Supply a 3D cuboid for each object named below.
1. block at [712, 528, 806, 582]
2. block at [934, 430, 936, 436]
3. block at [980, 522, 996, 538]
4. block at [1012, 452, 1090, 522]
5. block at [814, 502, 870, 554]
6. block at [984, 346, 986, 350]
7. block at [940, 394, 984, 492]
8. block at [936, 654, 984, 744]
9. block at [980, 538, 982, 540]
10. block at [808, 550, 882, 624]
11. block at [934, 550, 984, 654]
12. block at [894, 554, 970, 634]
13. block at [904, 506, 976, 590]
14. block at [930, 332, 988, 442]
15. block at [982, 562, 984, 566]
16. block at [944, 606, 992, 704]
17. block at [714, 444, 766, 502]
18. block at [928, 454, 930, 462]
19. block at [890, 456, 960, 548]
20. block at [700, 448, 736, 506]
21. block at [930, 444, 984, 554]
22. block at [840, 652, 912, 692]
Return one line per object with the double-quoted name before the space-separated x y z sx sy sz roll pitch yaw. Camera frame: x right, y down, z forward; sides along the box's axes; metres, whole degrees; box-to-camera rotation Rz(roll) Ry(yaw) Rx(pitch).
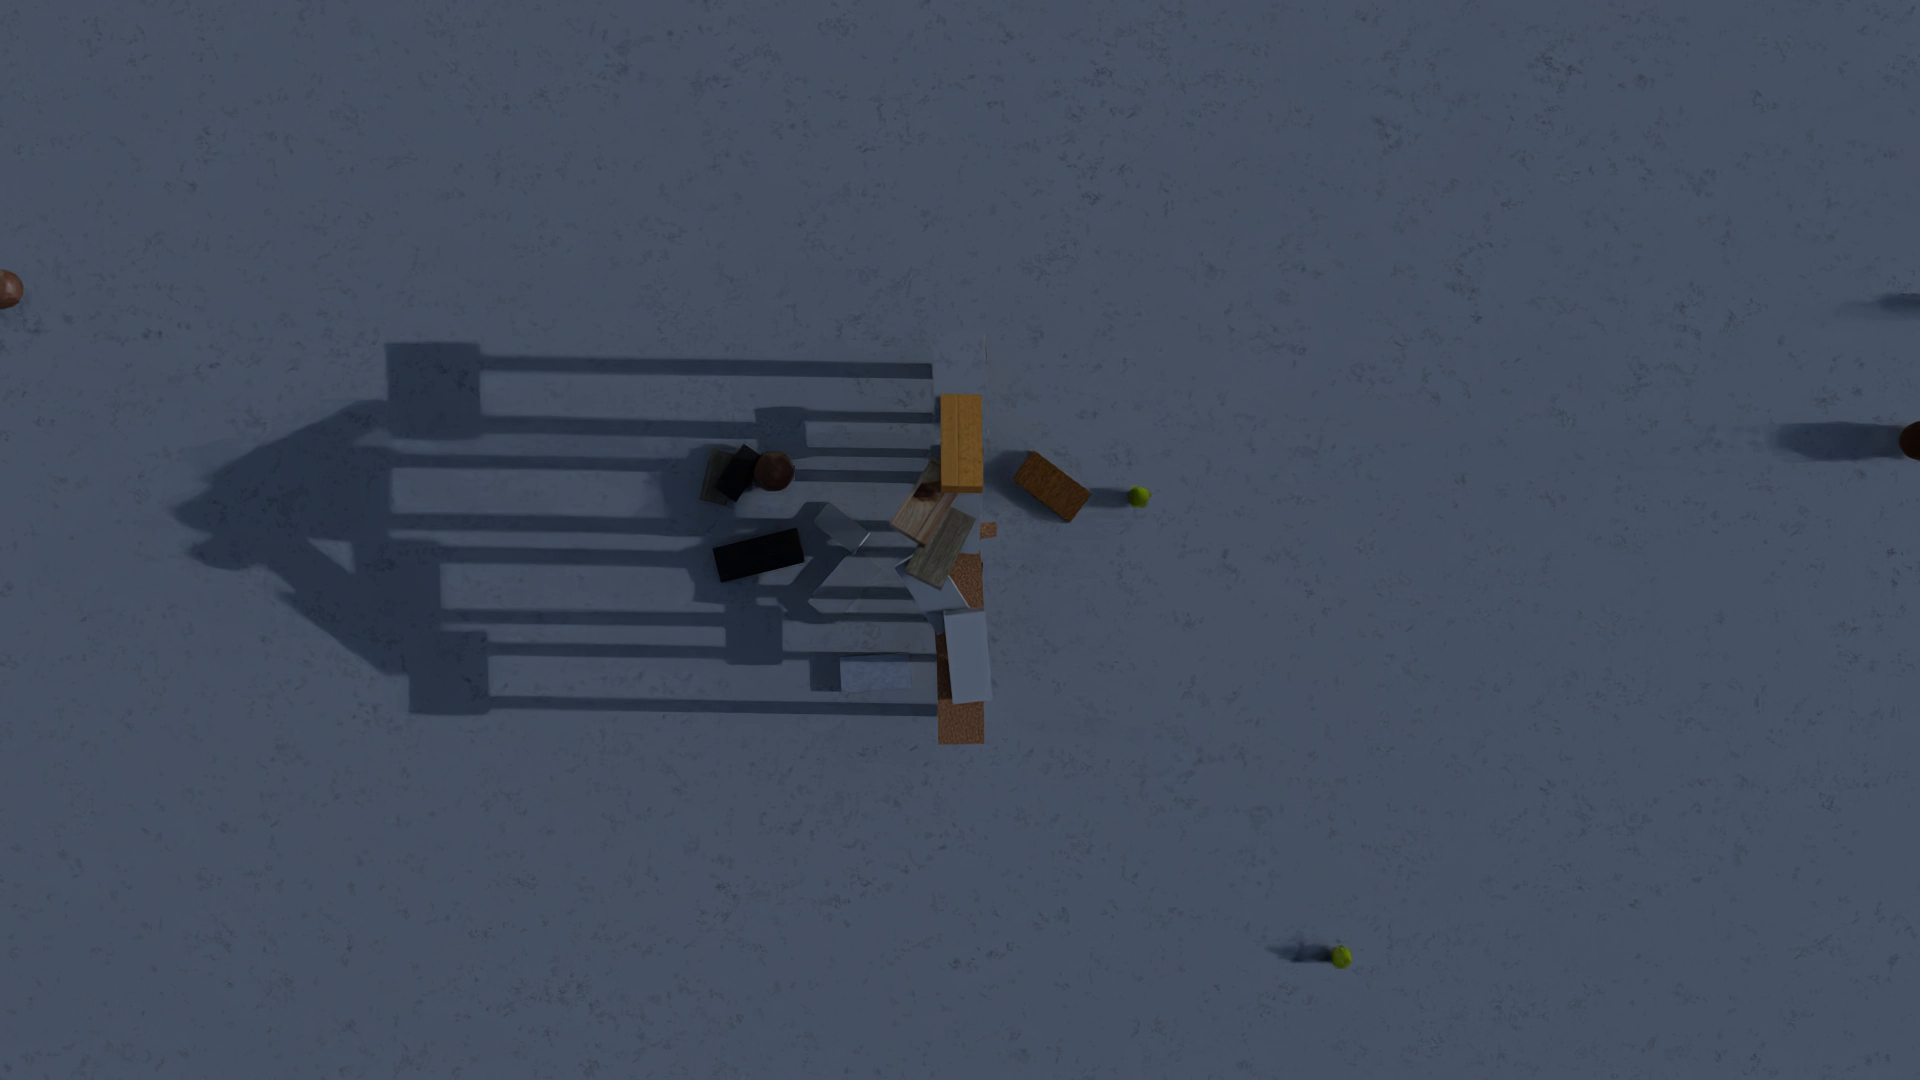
"block" -0.668 0.051 5.483 0.286 0.033 0.117 -14 90 0
"block" 0.000 -0.354 5.145 0.160 0.320 0.045 -3 89 0
"block" 0.029 -0.027 5.056 0.158 0.316 0.045 -3 90 0
"block" 0.305 -0.177 5.483 0.240 0.034 0.120 37 90 0
"block" -0.393 -0.040 5.469 0.175 0.025 0.087 38 89 12
"block" 0.001 -0.560 5.243 0.160 0.515 0.045 -2 90 0
"block" 0.004 -0.285 4.837 0.120 0.034 0.327 1 58 -2
"block" 0.002 0.475 4.976 0.139 0.039 0.278 -1 90 0
"block" 0.000 -0.123 5.232 0.125 0.035 0.250 -3 90 0
"block" -0.383 0.151 5.483 0.120 0.034 0.240 41 90 0
"block" -0.005 0.185 4.926 0.151 0.043 0.302 -4 90 0
"block" -0.077 0.147 4.860 0.120 0.034 0.240 -31 100 7
"block" -0.057 0.017 4.803 0.117 0.033 0.235 26 73 0
"block" -0.001 -0.461 4.962 0.160 0.045 0.319 -2 90 0
"block" -0.007 0.081 5.099 0.151 0.302 0.043 6 90 0
"block" 0.024 0.343 4.885 0.120 0.034 0.292 -7 112 -3
"block" -0.731 -0.223 5.469 0.087 0.025 0.175 35 84 -14
"block" -0.014 -0.231 5.056 0.158 0.316 0.045 0 90 0
"block" -0.091 -0.110 4.799 0.120 0.034 0.240 31 73 3
"block" -0.803 -0.209 5.488 0.087 0.025 0.175 13 90 0
"block" -0.016 -0.120 4.876 0.158 0.045 0.316 3 90 0
"block" -0.279 0.439 5.483 0.235 0.033 0.117 -3 90 0
